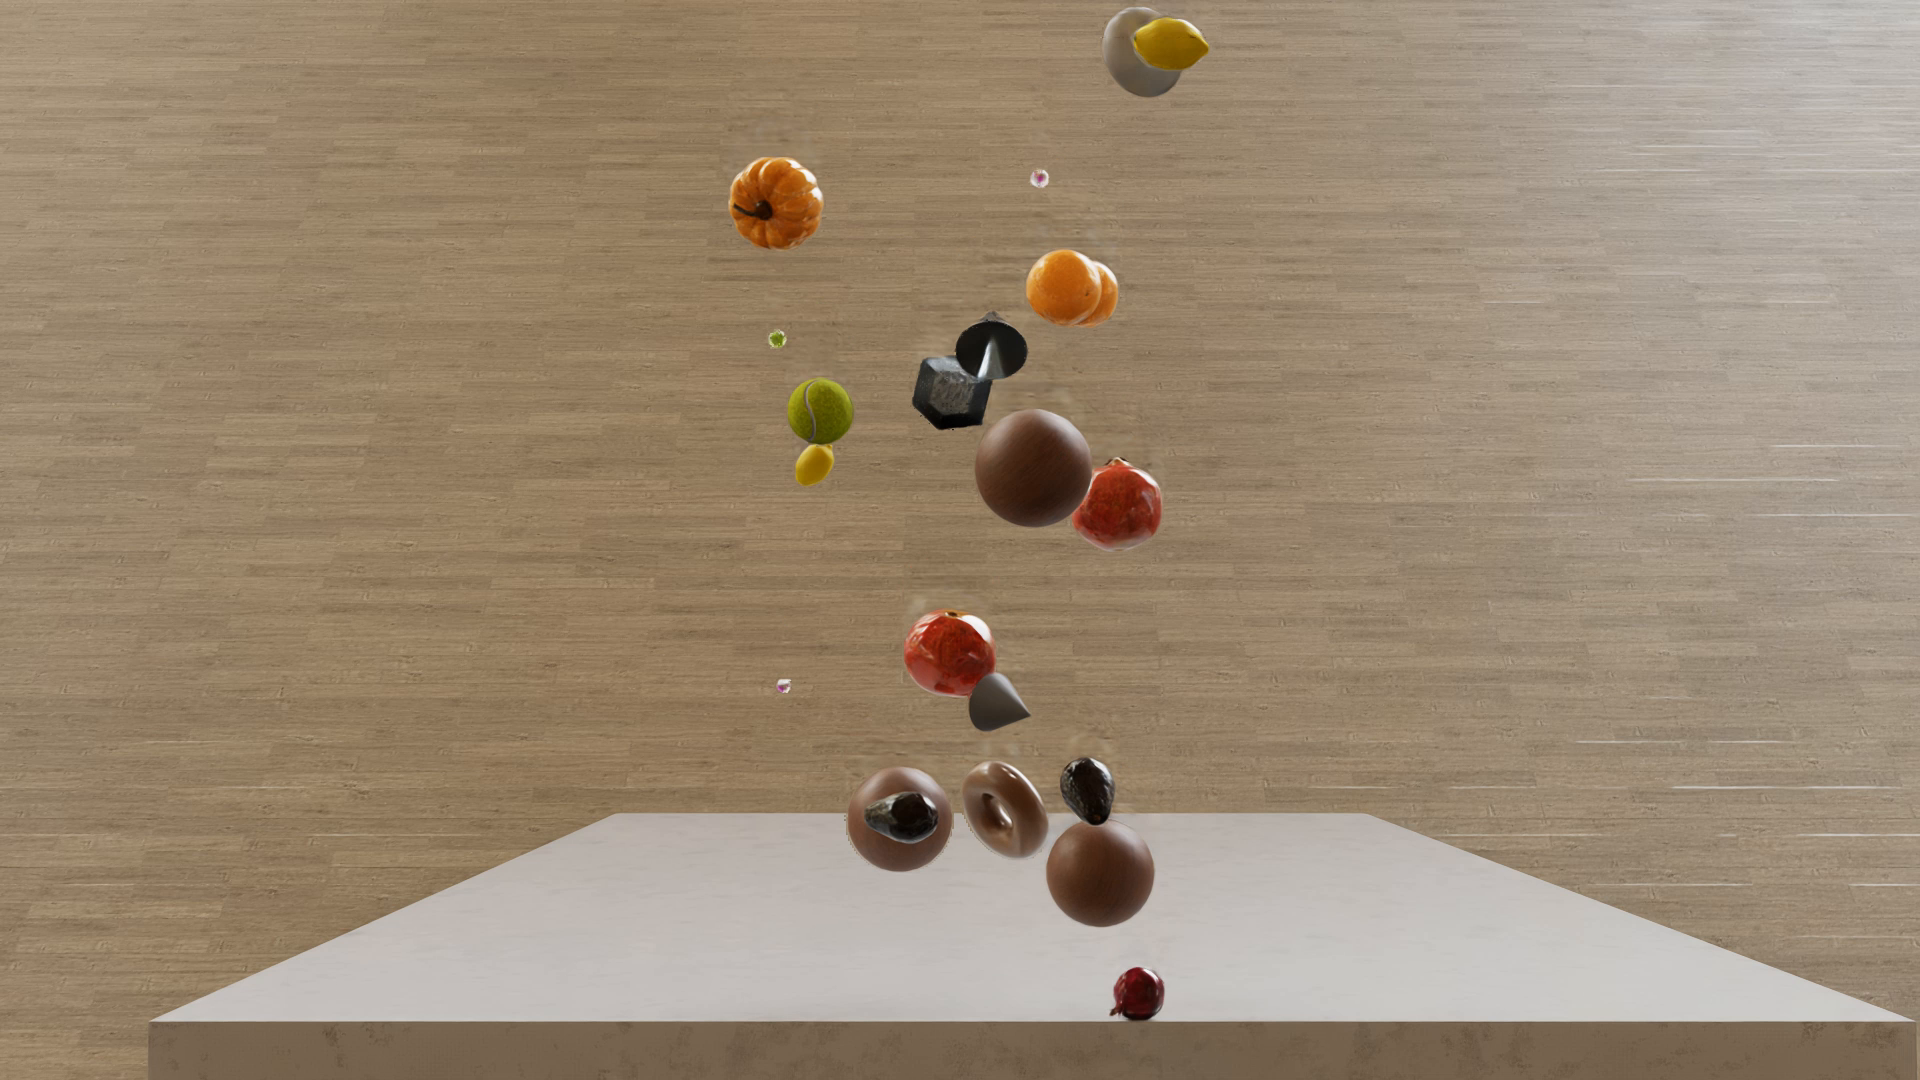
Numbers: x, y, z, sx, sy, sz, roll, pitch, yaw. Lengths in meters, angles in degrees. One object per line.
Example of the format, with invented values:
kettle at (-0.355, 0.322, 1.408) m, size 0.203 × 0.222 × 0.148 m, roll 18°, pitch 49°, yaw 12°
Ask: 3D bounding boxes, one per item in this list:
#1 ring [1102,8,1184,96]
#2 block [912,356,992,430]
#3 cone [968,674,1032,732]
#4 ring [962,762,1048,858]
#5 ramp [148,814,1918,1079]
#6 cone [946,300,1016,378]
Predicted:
ring at (0.186, -0.496, 2.646) m, size 0.094 × 0.094 × 0.031 m, roll -30°, pitch 7°, yaw -33°
block at (-0.009, -0.170, 2.993) m, size 0.060 × 0.060 × 0.060 m, roll -8°, pitch 36°, yaw -34°
cone at (0.057, 0.187, 2.883) m, size 0.067 × 0.067 × 0.067 m, roll -30°, pitch 29°, yaw -33°
ring at (0.057, 0.346, 3.333) m, size 0.046 × 0.137 × 0.137 m, roll -30°, pitch 46°, yaw -35°
ramp at (0.082, 0.687, 4.939) m, size 2.000 × 0.100 × 4.000 m, roll 0°, pitch -3°, yaw 0°
cone at (0.031, -0.207, 2.563) m, size 0.071 × 0.071 × 0.071 m, roll 13°, pitch 70°, yaw 17°
